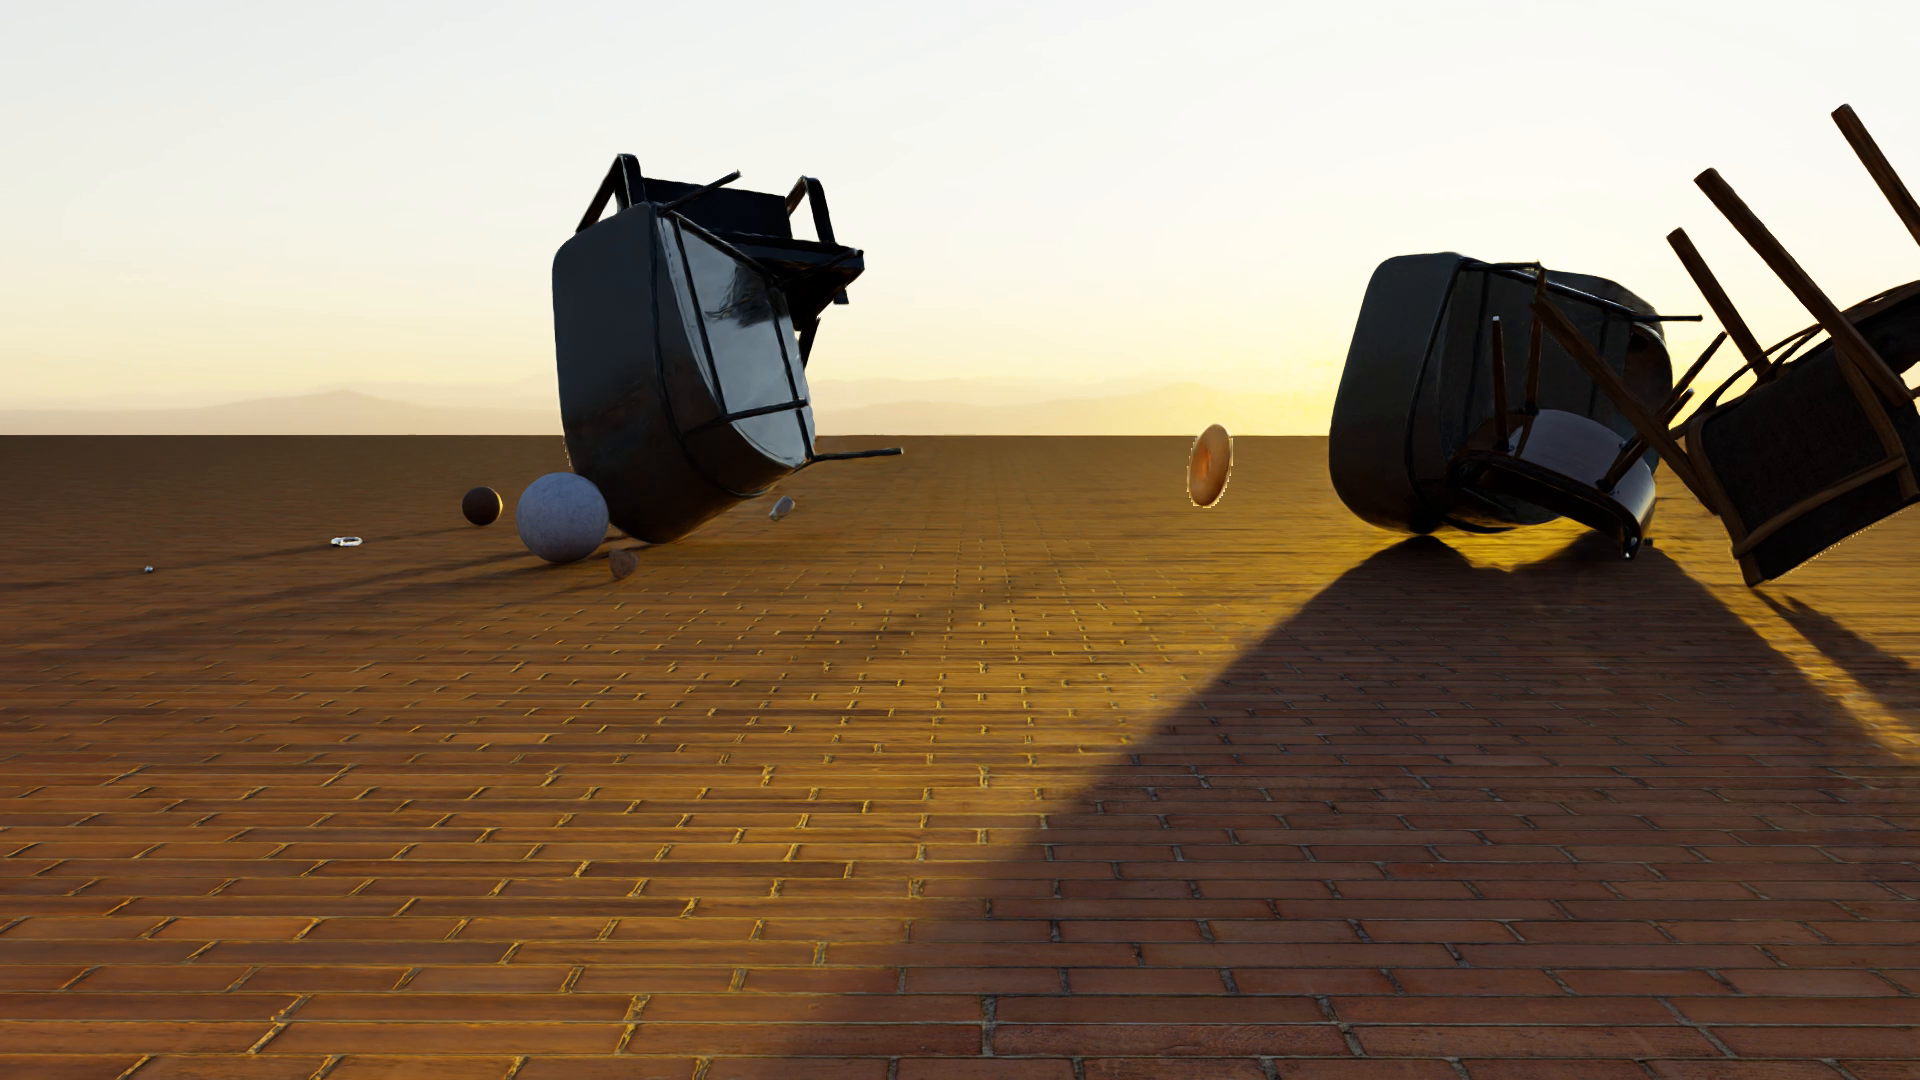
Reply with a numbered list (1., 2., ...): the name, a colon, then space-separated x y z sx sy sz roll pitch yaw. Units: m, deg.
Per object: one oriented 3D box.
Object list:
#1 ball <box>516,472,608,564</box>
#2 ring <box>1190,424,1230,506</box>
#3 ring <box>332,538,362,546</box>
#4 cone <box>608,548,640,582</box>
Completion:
1. ball: -1.024 -0.058 5.663 0.236 0.236 0.236 0 4 0
2. ring: 0.938 -0.282 8.261 0.064 0.282 0.380 4 -30 -13
3. ring: -1.762 0.005 6.317 0.052 0.022 0.105 4 5 32
4. cone: -0.803 0.041 5.144 0.082 0.068 0.088 -7 44 35
